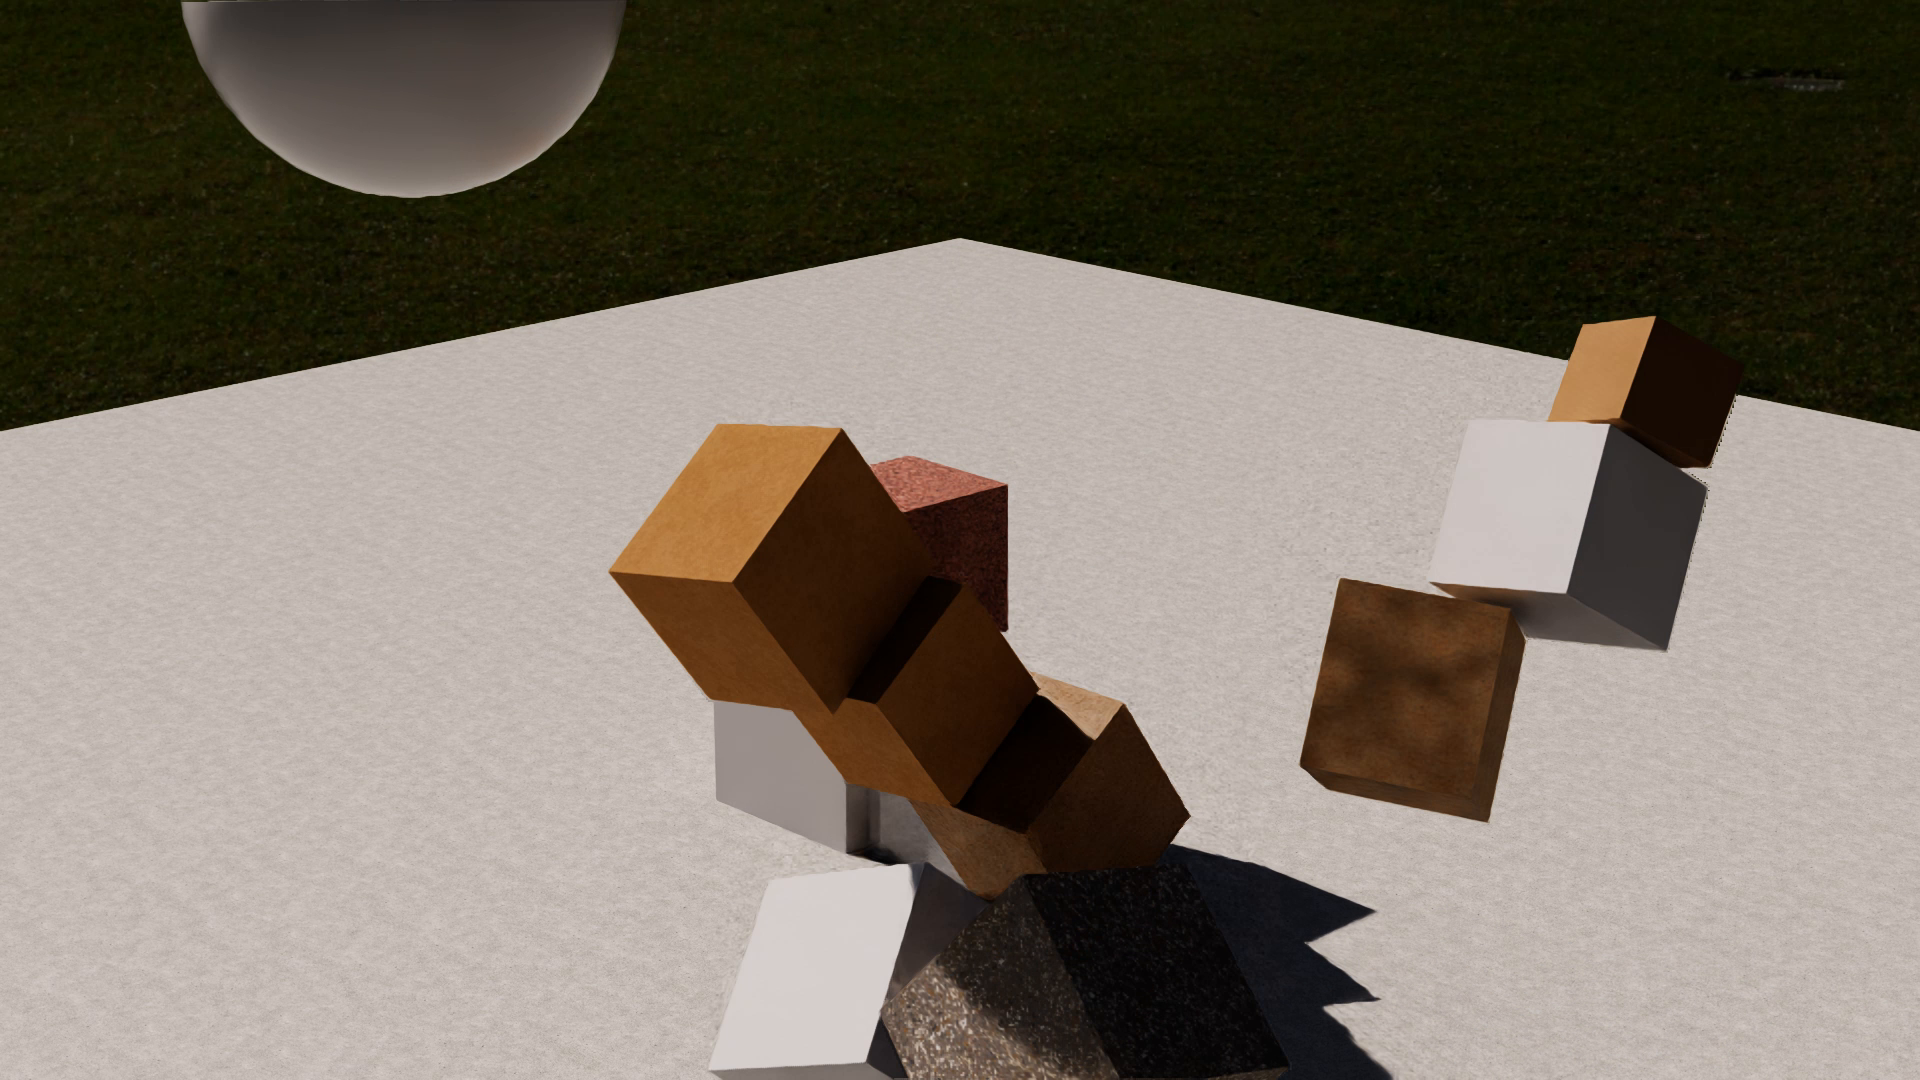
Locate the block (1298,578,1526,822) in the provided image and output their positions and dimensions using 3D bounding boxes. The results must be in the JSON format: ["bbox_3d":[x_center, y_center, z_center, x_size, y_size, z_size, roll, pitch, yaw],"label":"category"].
[{"bbox_3d":[1.663,0.591,10.707,0.617,0.694,0.653,11,-9,18],"label":"block"}]

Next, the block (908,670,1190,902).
[{"bbox_3d":[0.378,1.147,12.888,0.755,0.799,0.748,17,59,43],"label":"block"}]

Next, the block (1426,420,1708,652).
[{"bbox_3d":[2.224,-0.020,10.736,0.658,0.635,0.622,26,-14,-40],"label":"block"}]

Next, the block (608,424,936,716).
[{"bbox_3d":[-0.784,0.113,12.387,0.754,0.820,0.866,4,50,42],"label":"block"}]

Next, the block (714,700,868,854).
[{"bbox_3d":[-0.541,0.808,14.151,0.932,0.972,0.904,17,24,42],"label":"block"}]

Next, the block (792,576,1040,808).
[{"bbox_3d":[-0.235,0.625,12.650,0.676,0.687,0.686,9,53,45],"label":"block"}]

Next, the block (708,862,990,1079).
[{"bbox_3d":[-0.243,1.720,10.625,0.837,0.759,0.814,-13,-40,44],"label":"block"}]

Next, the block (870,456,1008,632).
[{"bbox_3d":[-0.281,0.086,13.635,0.743,0.716,0.679,-16,23,-40],"label":"block"}]

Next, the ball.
[{"bbox_3d":[-2.004,-2.041,10.599,1.600,1.600,1.600,0,17,0],"label":"ball"}]

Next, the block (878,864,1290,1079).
[{"bbox_3d":[0.408,1.676,9.861,0.792,0.855,0.796,2,51,-43],"label":"block"}]

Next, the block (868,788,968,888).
[{"bbox_3d":[0.077,1.142,13.649,0.739,0.636,0.683,-17,24,-42],"label":"block"}]

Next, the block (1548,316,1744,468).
[{"bbox_3d":[2.492,-0.528,10.665,0.422,0.400,0.449,25,-10,-21],"label":"block"}]
